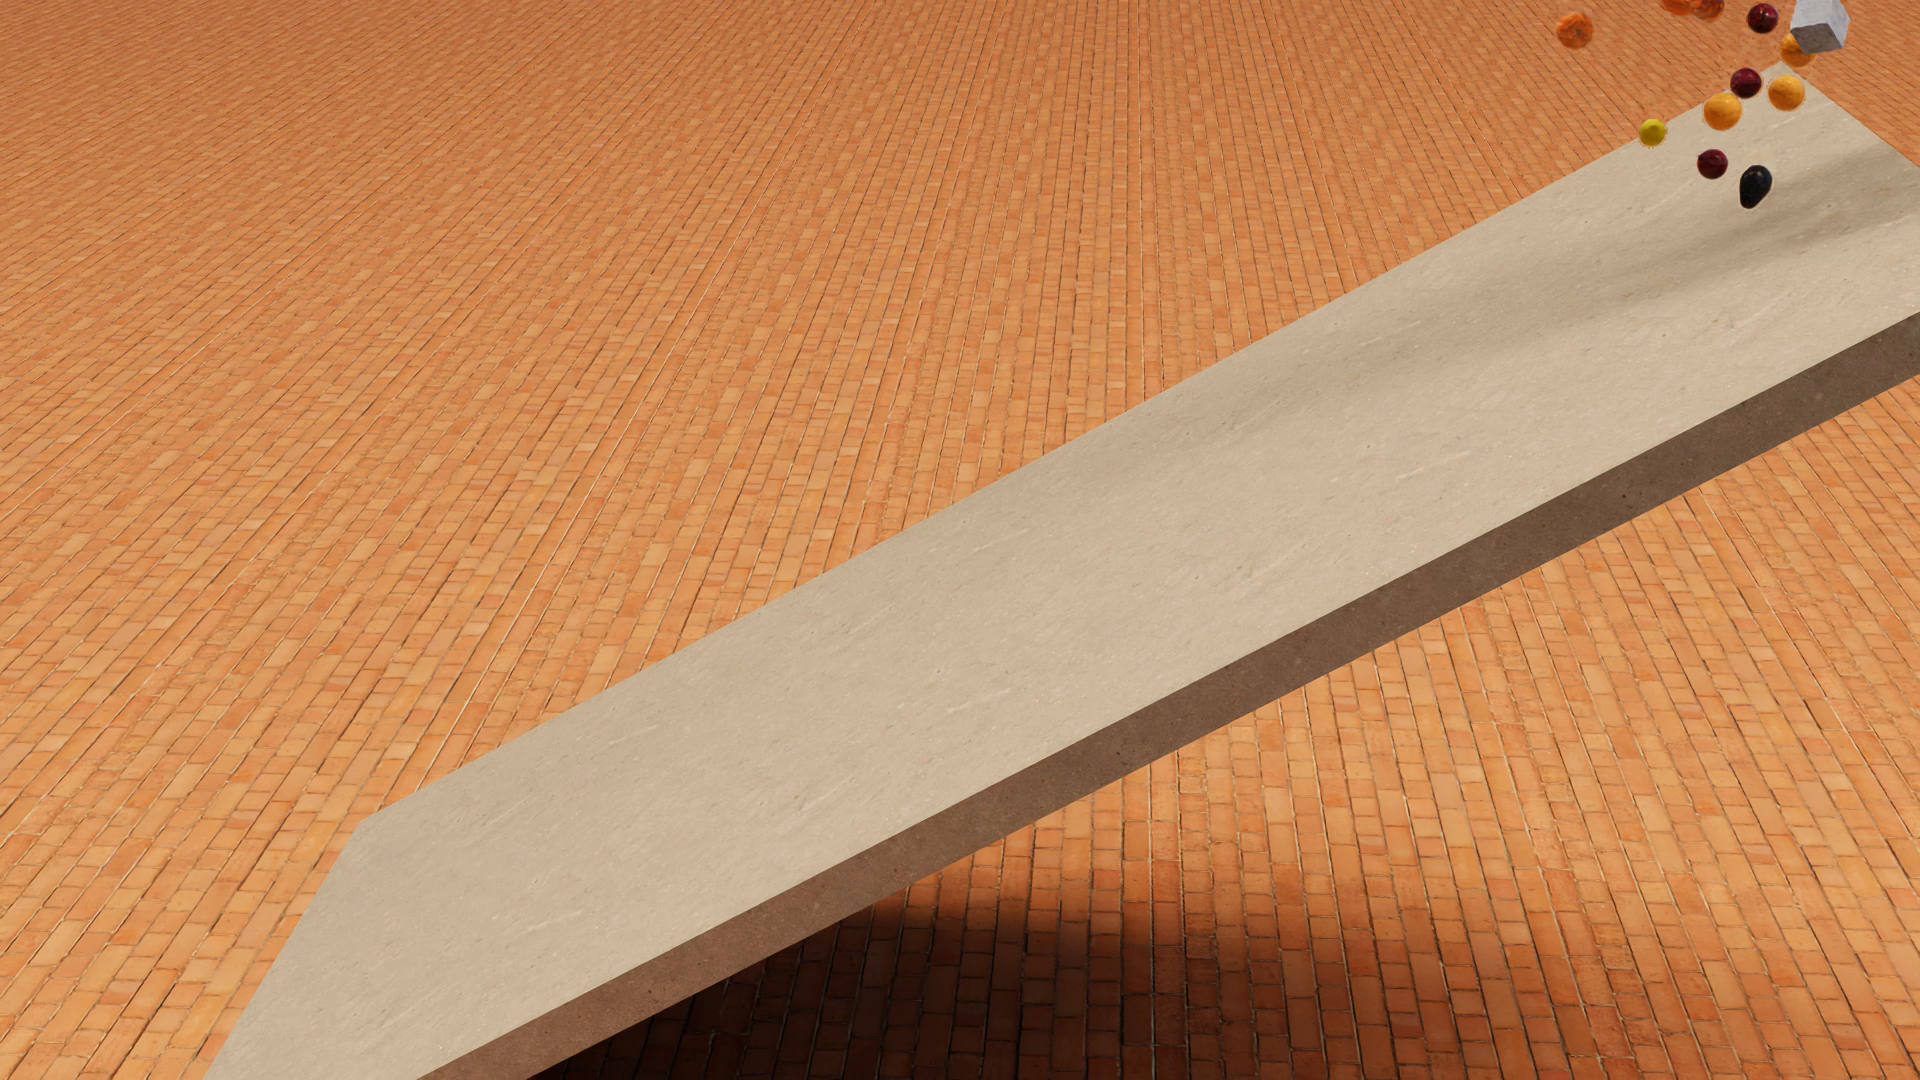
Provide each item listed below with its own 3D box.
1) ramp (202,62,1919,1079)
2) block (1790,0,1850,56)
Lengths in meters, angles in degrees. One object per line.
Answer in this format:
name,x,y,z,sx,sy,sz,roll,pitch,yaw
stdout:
ramp,0.142,0.168,6.284,4.000,0.100,2.000,-28,15,12
block,1.644,-0.987,5.624,0.077,0.077,0.077,-4,54,40
